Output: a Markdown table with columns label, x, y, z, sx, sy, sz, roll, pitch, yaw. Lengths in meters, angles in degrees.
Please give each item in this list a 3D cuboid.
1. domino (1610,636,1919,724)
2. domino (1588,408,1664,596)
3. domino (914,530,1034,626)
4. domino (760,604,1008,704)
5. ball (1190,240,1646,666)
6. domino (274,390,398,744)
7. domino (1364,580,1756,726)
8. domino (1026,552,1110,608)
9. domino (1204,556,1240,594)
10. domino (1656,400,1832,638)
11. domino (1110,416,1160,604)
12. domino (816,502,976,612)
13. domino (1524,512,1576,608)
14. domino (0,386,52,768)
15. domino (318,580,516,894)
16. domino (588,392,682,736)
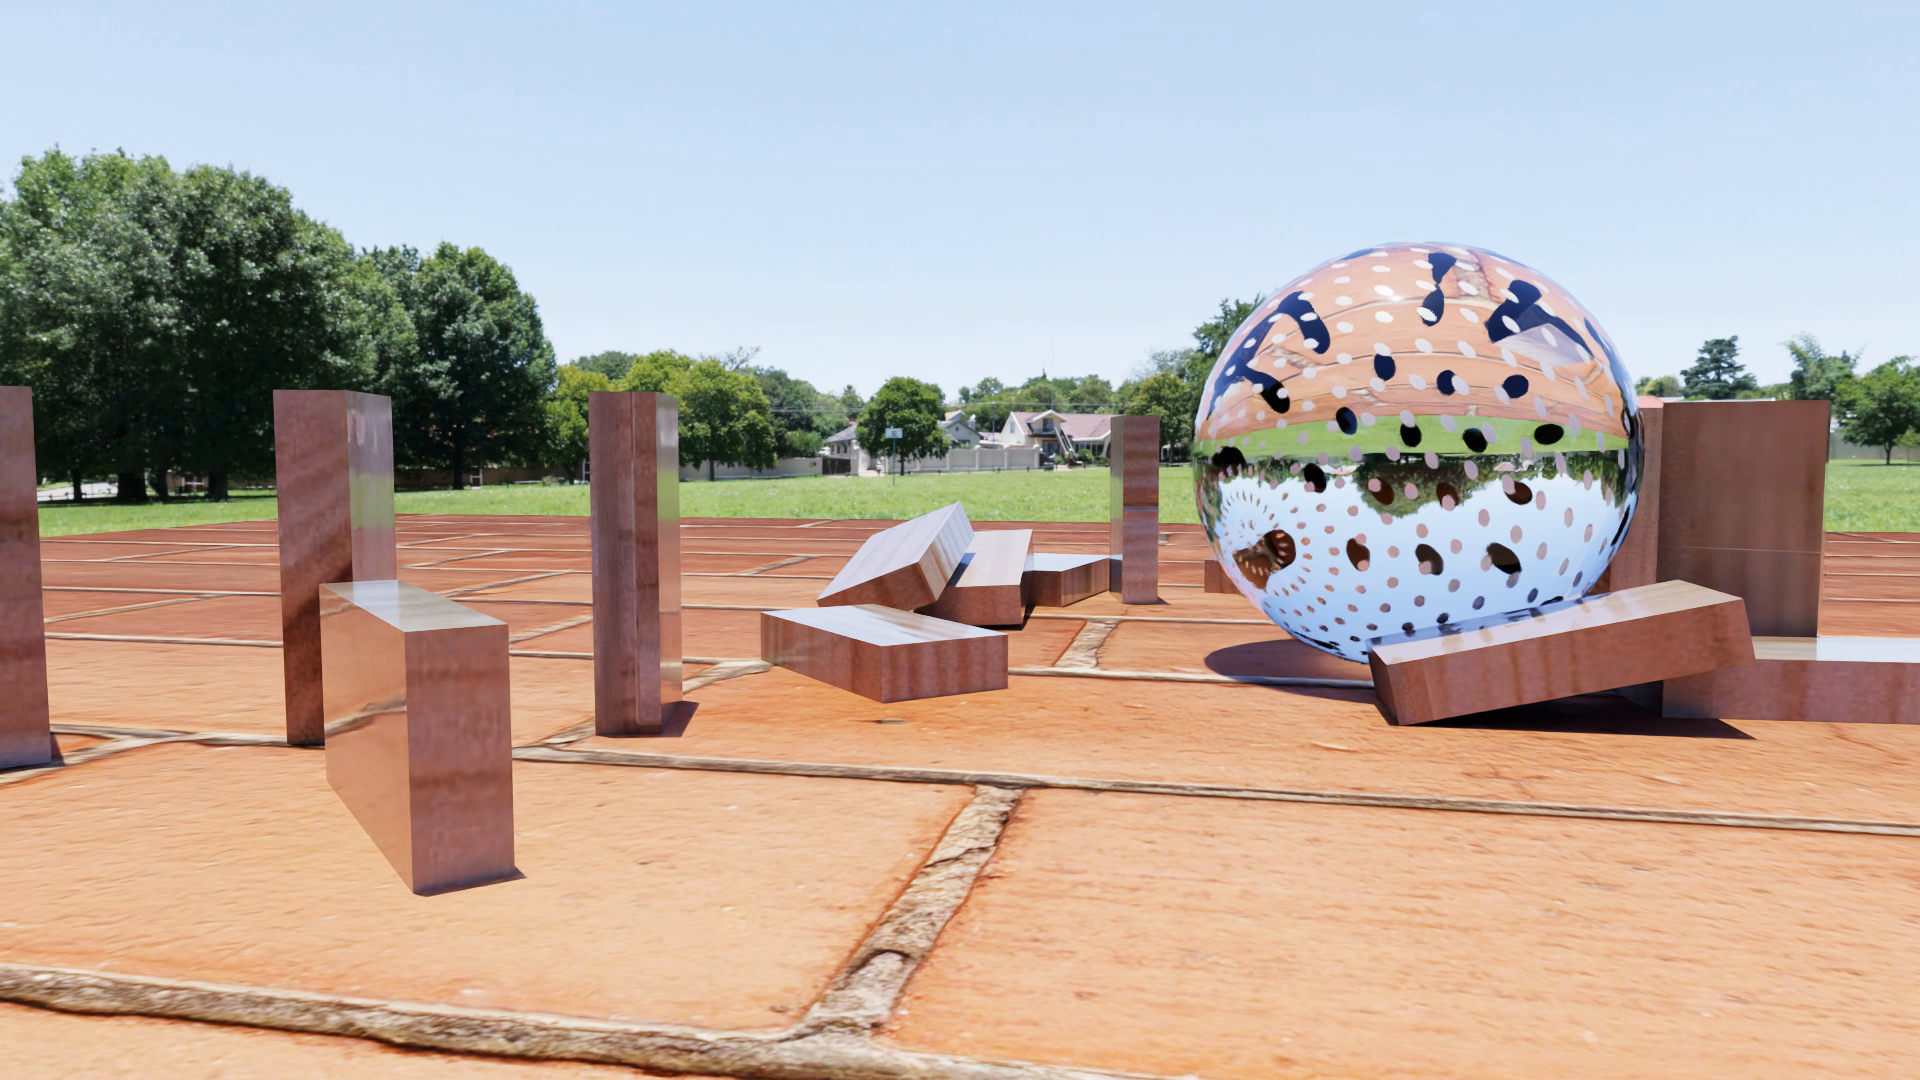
| label | x | y | z | sx | sy | sz | roll | pitch | yaw |
| --- | --- | --- | --- | --- | --- | --- | --- | --- | --- |
| domino | 0.136 | 0.022 | 0.208 | 0.050 | 0.010 | 0.025 | 1 | 4 | 8 |
| domino | 0.145 | -0.003 | 0.273 | 0.025 | 0.050 | 0.009 | -1 | 5 | -19 |
| domino | 0.004 | 0.009 | 0.319 | 0.025 | 0.010 | 0.050 | -2 | 15 | 7 |
| domino | -0.015 | 0.020 | 0.238 | 0.025 | 0.010 | 0.050 | -3 | 5 | -32 |
| ball | 0.084 | -0.016 | 0.243 | 0.080 | 0.080 | 0.080 | 0 | 4 | 0 |
| domino | -0.093 | 0.003 | 0.193 | 0.010 | 0.050 | 0.025 | -1 | 4 | -10 |
| domino | 0.091 | 0.017 | 0.201 | 0.050 | 0.009 | 0.025 | -12 | 2 | 11 |
| domino | 0.024 | 0.011 | 0.361 | 0.025 | 0.010 | 0.050 | 2 | 5 | 22 |
| domino | 0.093 | 0.009 | 0.383 | 0.025 | 0.010 | 0.050 | 2 | 5 | 29 |
| domino | 0.141 | 0.000 | 0.232 | 0.025 | 0.050 | 0.010 | 3 | 5 | 37 |
| domino | 0.048 | -0.009 | 0.352 | 0.010 | 0.050 | 0.025 | 0 | 4 | -1 |
| domino | -0.014 | 0.006 | 0.300 | 0.025 | 0.010 | 0.050 | -21 | 12 | 16 |
| domino | 0.169 | 0.006 | 0.322 | 0.050 | 0.025 | 0.010 | 0 | 4 | 1 |
| domino | -0.133 | 0.004 | 0.177 | 0.010 | 0.050 | 0.025 | -3 | 5 | -38 |
| domino | -0.062 | 0.019 | 0.144 | 0.010 | 0.025 | 0.050 | -3 | 5 | -35 |
| domino | -0.050 | 0.003 | 0.198 | 0.009 | 0.050 | 0.025 | 0 | 4 | -5 |
